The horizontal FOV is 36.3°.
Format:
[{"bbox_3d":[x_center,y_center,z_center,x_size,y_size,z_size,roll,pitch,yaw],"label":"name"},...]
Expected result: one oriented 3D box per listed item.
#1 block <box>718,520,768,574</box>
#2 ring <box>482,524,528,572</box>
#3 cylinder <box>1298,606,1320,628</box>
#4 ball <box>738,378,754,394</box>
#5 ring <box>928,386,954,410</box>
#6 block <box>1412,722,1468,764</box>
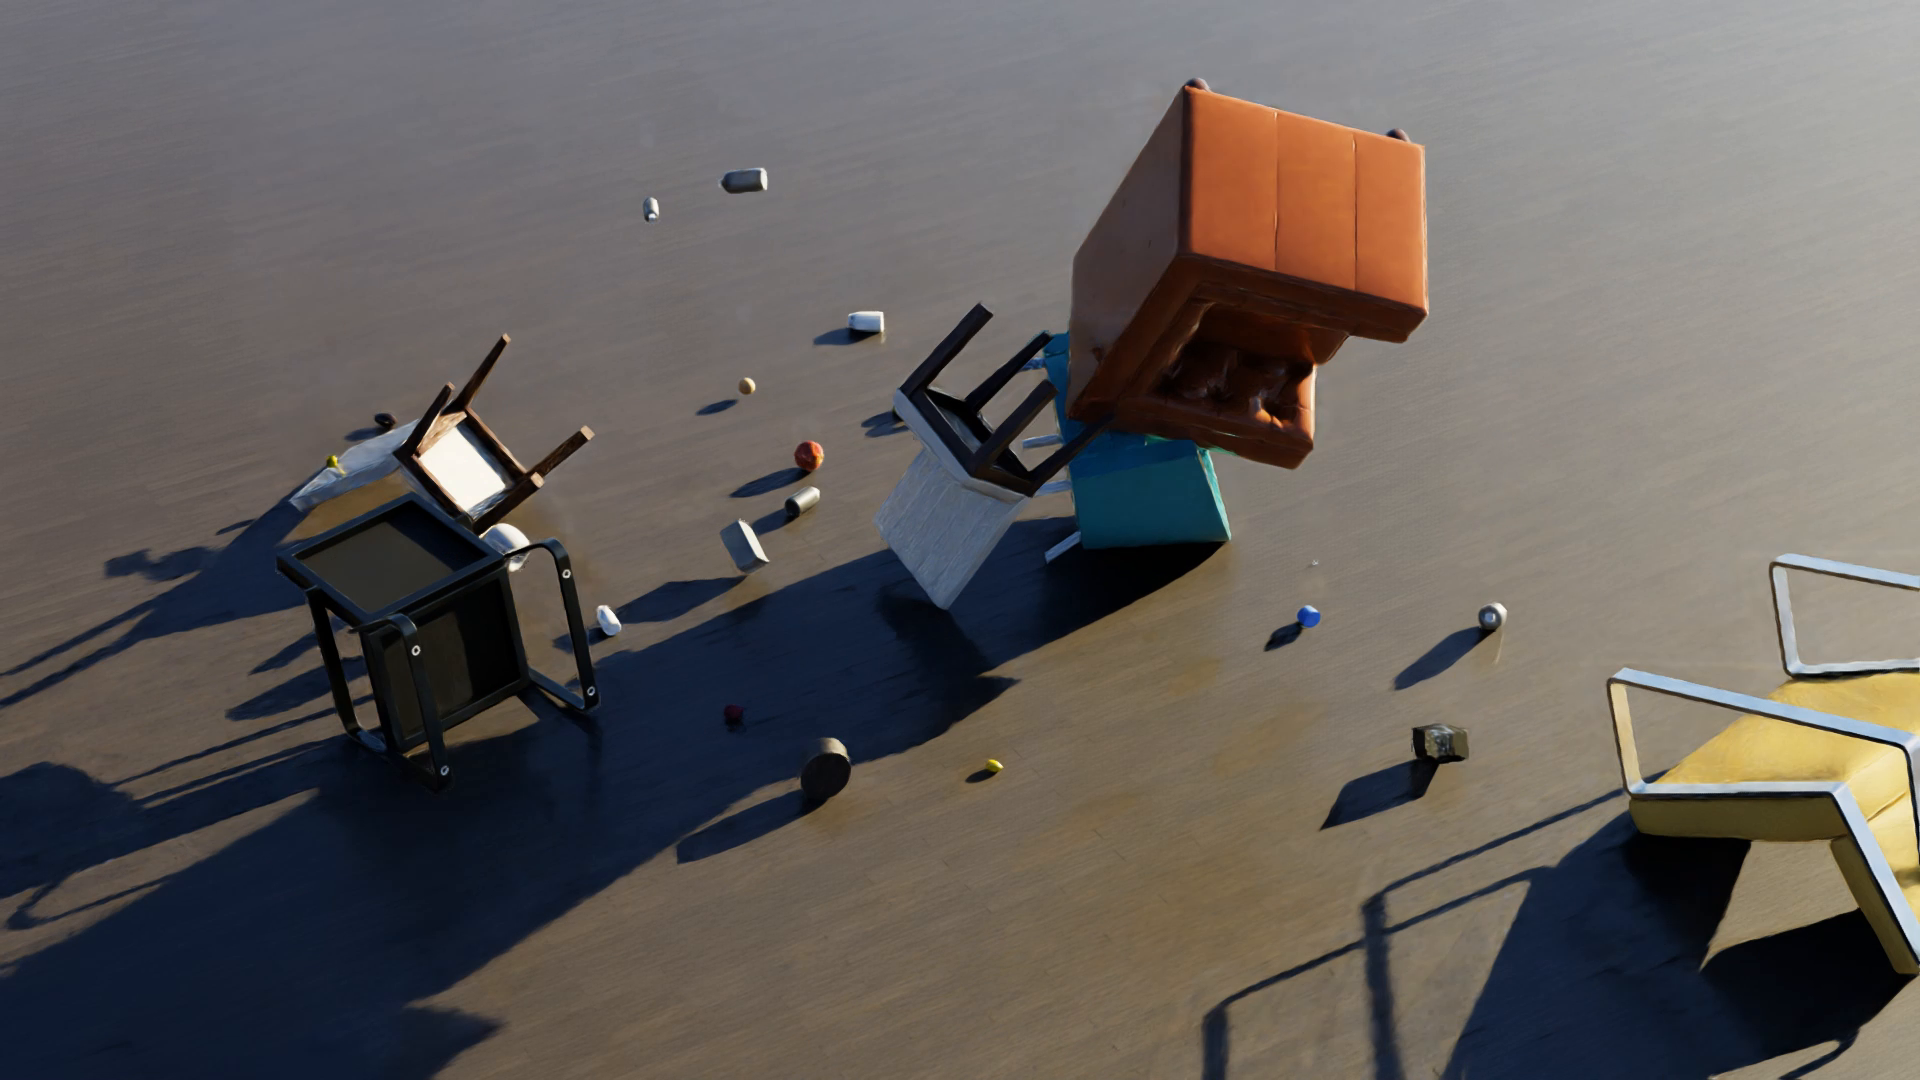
[{"bbox_3d":[-0.790,0.027,10.708,0.086,0.116,0.161,-32,73,10],"label":"block"},{"bbox_3d":[-1.615,0.028,10.418,0.128,0.190,0.155,35,68,13],"label":"ring"},{"bbox_3d":[1.244,0.273,10.460,0.068,0.047,0.080,-44,20,2],"label":"cylinder"},{"bbox_3d":[-0.858,-0.618,11.793,0.066,0.066,0.066,0,33,0],"label":"ball"},{"bbox_3d":[-0.078,-0.566,11.704,0.029,0.130,0.102,-51,14,-19],"label":"ring"},{"bbox_3d":[1.601,0.677,9.767,0.118,0.098,0.157,-7,8,-19],"label":"block"}]
